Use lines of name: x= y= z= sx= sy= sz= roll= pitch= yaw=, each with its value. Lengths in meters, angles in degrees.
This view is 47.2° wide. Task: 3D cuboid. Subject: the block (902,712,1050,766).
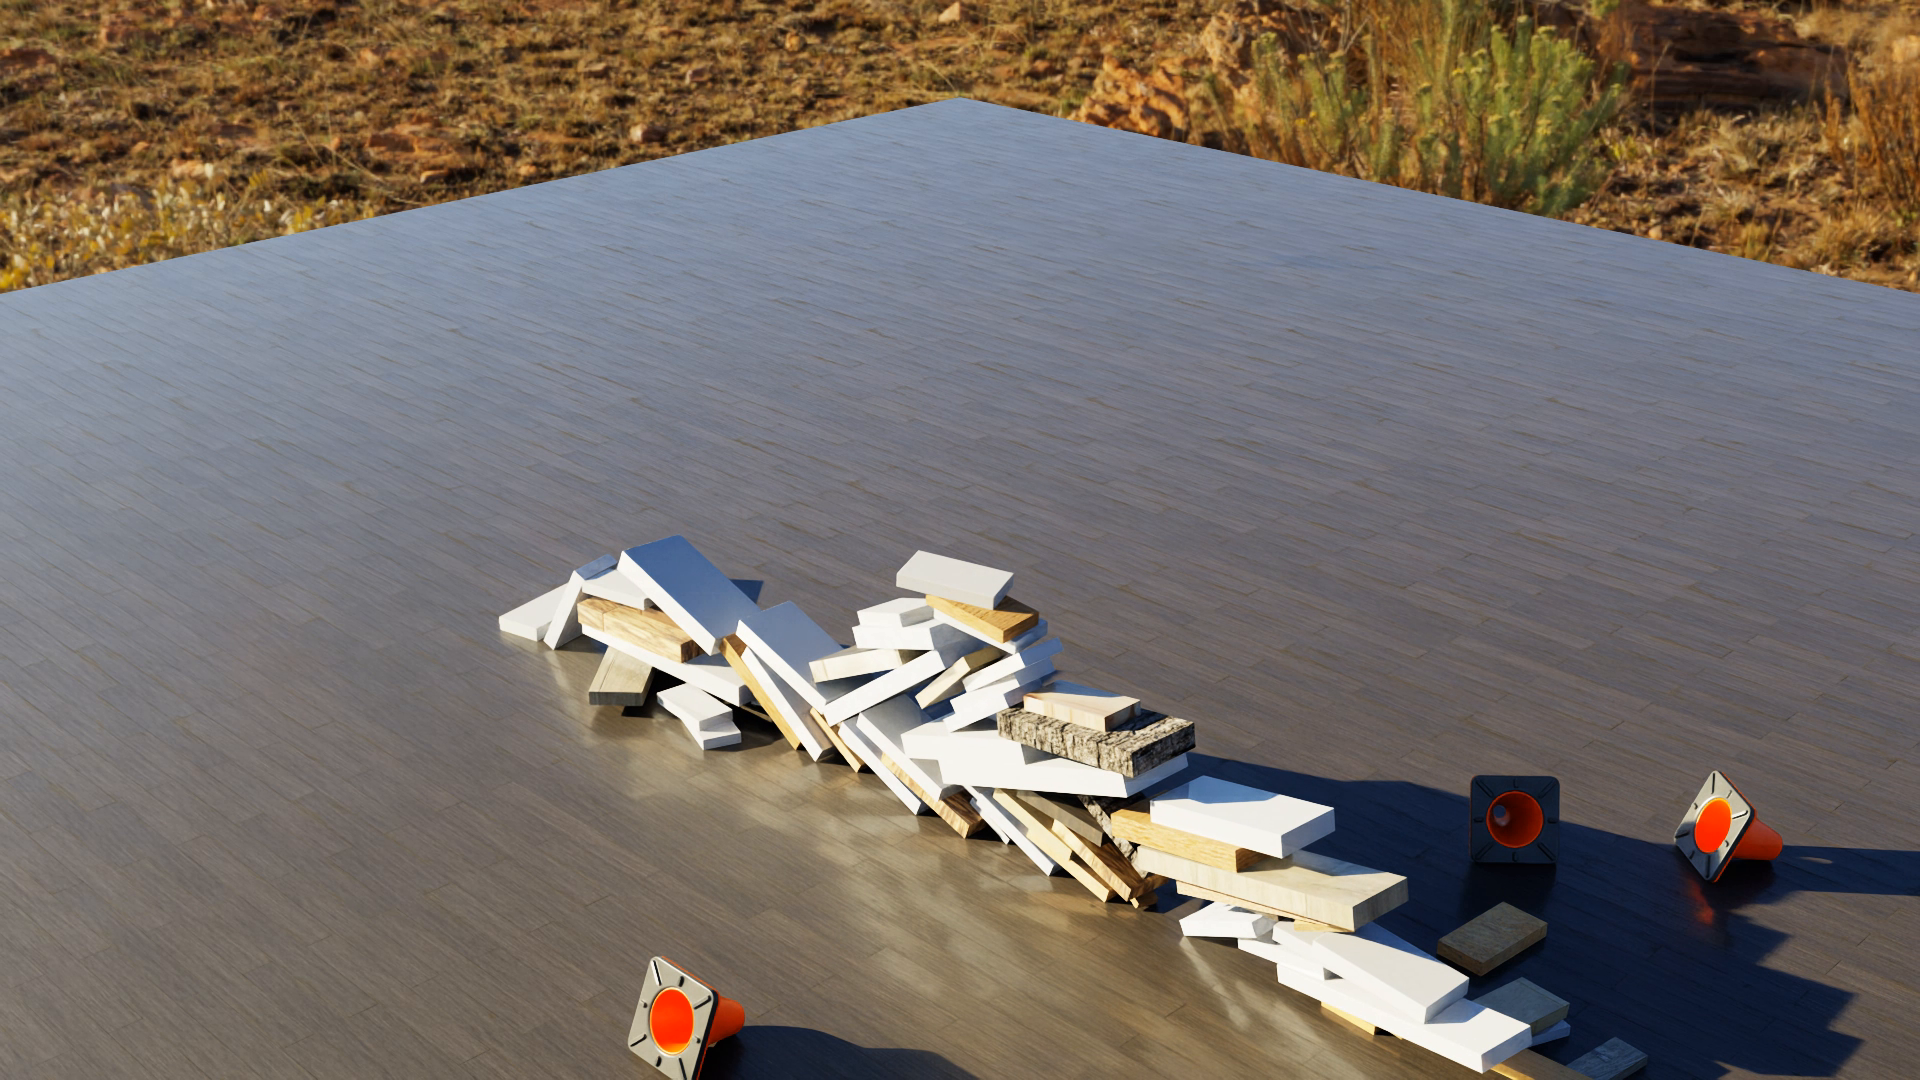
block: x=0.063 y=0.384 z=4.329 sx=0.171 sy=0.049 sz=0.343 roll=-20 pitch=12 yaw=-41

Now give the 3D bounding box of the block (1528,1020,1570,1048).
block: x=0.968 y=0.837 z=3.763 sx=0.133 sy=0.019 sz=0.067 roll=-10 pitch=25 yaw=-21

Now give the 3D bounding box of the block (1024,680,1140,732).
block: x=0.228 y=0.309 z=4.117 sx=0.203 sy=0.029 sz=0.101 roll=12 pitch=24 yaw=44

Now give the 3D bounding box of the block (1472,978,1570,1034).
block: x=0.940 y=0.805 z=3.745 sx=0.196 sy=0.028 sz=0.098 roll=-11 pitch=27 yaw=-41

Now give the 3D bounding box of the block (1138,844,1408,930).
block: x=0.543 y=0.586 z=3.872 sx=0.149 sy=0.042 sz=0.489 roll=-17 pitch=17 yaw=-39

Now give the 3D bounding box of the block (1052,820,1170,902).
block: x=0.287 y=0.586 z=4.161 sx=0.108 sy=0.031 sz=0.217 roll=-17 pitch=44 yaw=-37

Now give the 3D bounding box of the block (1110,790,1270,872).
block: x=0.434 y=0.525 z=3.984 sx=0.149 sy=0.042 sz=0.299 roll=-17 pitch=18 yaw=-40

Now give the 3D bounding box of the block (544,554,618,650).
block: x=-0.886 y=0.144 z=5.135 sx=0.033 sy=0.236 sz=0.118 roll=40 pitch=37 yaw=14

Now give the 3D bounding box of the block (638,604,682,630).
block: x=-0.630 y=0.163 z=4.954 sx=0.183 sy=0.026 sz=0.091 roll=18 pitch=28 yaw=35

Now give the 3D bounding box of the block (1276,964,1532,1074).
block: x=0.742 y=0.783 z=3.717 sx=0.118 sy=0.034 sz=0.469 roll=-19 pitch=19 yaw=-32

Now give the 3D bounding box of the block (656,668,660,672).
block: x=-0.723 y=0.255 z=5.128 sx=0.085 sy=0.024 sz=0.171 roll=-20 pitch=30 yaw=-38

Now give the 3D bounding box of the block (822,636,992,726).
block: x=-0.103 y=0.279 z=4.458 sx=0.153 sy=0.043 sz=0.444 roll=-19 pitch=-7 yaw=-39

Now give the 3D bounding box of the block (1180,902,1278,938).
block: x=0.503 y=0.686 z=3.989 sx=0.102 sy=0.029 sz=0.203 roll=-20 pitch=4 yaw=-33

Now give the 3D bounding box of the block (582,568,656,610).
block: x=-0.760 y=0.111 z=5.008 sx=0.183 sy=0.026 sz=0.091 roll=14 pitch=26 yaw=30

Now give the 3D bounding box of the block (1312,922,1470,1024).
block: x=0.725 y=0.721 z=3.711 sx=0.118 sy=0.034 sz=0.237 roll=-22 pitch=35 yaw=-37

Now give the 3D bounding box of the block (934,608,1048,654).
block: x=0.059 y=0.153 z=4.228 sx=0.200 sy=0.028 sz=0.100 roll=23 pitch=36 yaw=33

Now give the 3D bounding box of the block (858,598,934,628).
block: x=-0.118 y=0.146 z=4.419 sx=0.101 sy=0.029 sz=0.202 roll=-17 pitch=7 yaw=-25

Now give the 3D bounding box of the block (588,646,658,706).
block: x=-0.739 y=0.202 z=5.180 sx=0.118 sy=0.033 sz=0.753 roll=1 pitch=23 yaw=3

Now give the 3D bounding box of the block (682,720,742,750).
block: x=-0.545 y=0.401 z=4.785 sx=0.086 sy=0.024 sz=0.171 roll=-10 pitch=25 yaw=-22

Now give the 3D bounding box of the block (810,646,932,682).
block: x=-0.160 y=0.236 z=4.550 sx=0.153 sy=0.043 sz=0.305 roll=-19 pitch=4 yaw=-40

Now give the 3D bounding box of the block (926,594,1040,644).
block: x=0.042 y=0.130 z=4.211 sx=0.202 sy=0.029 sz=0.101 roll=26 pitch=38 yaw=36

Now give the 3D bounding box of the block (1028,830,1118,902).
block: x=0.241 y=0.602 z=4.229 sx=0.105 sy=0.030 sz=0.211 roll=-22 pitch=47 yaw=-41

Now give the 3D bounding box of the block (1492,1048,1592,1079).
block: x=0.928 y=0.869 z=3.646 sx=0.504 sy=0.019 sz=0.067 roll=21 pitch=30 yaw=33

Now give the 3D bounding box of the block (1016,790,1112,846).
block: x=0.225 y=0.505 z=4.199 sx=0.217 sy=0.031 sz=0.108 roll=27 pitch=34 yaw=37

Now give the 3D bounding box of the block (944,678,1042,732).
block: x=0.066 y=0.322 z=4.279 sx=0.100 sy=0.028 sz=0.201 roll=-20 pitch=-6 yaw=-40

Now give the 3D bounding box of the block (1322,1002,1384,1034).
block: x=0.692 y=0.815 z=3.818 sx=0.058 sy=0.016 sz=0.115 roll=-19 pitch=29 yaw=-37

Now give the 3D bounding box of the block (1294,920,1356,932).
block: x=0.633 y=0.657 z=3.790 sx=0.105 sy=0.014 sz=0.049 roll=-4 pitch=16 yaw=24

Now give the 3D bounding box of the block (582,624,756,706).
block: x=-0.620 y=0.243 z=4.981 sx=0.535 sy=0.047 sz=0.167 roll=20 pitch=30 yaw=38

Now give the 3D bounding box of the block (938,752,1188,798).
block: x=0.190 y=0.426 z=4.204 sx=0.171 sy=0.049 sz=0.499 roll=-20 pitch=12 yaw=-41

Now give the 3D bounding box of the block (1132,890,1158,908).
block: x=0.330 y=0.650 z=4.157 sx=0.049 sy=0.014 sz=0.097 roll=-8 pitch=47 yaw=-32

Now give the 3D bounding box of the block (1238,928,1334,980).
block: x=0.601 y=0.719 z=3.895 sx=0.102 sy=0.029 sz=0.203 roll=-20 pitch=20 yaw=-35

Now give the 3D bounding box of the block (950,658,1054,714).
block: x=0.082 y=0.282 z=4.261 sx=0.101 sy=0.029 sz=0.202 roll=-20 pitch=-6 yaw=-42

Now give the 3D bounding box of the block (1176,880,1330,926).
block: x=0.546 y=0.625 z=3.903 sx=0.098 sy=0.028 sz=0.347 roll=-17 pitch=14 yaw=-40

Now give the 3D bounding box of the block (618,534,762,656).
block: x=-0.593 y=0.119 z=4.914 sx=0.167 sy=0.047 sz=0.334 roll=-19 pitch=49 yaw=-44
